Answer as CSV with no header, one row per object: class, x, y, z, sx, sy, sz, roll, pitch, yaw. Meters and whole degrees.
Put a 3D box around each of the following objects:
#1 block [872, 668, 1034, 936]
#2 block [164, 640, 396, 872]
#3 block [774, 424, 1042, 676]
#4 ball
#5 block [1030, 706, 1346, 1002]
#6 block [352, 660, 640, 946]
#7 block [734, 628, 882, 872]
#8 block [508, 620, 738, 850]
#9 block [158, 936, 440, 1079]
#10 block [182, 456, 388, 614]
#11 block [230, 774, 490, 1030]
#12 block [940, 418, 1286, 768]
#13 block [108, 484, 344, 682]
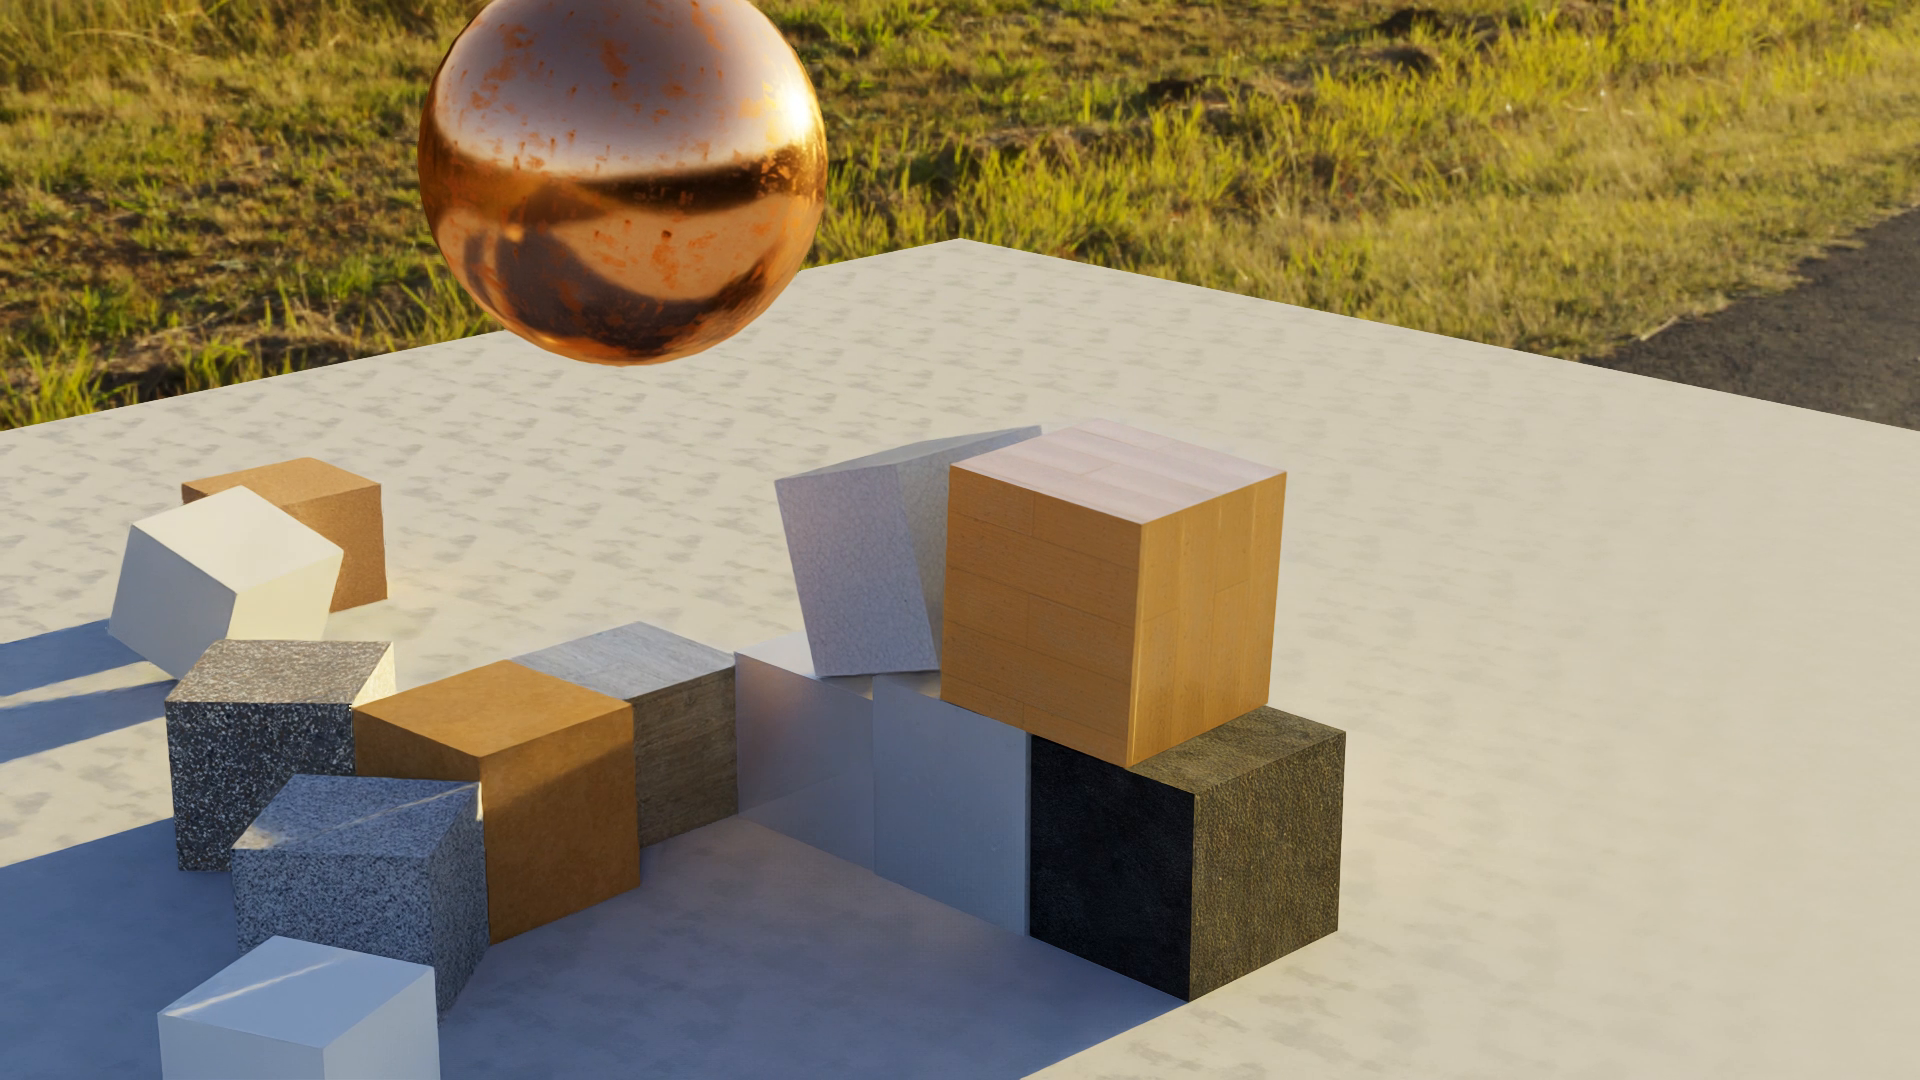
block,0.299,1.068,13.336,1.006,0.966,0.952,-17,24,-42
block,-3.155,1.004,13.762,0.856,0.832,0.844,1,17,2
block,-0.148,0.050,13.495,0.924,0.928,0.842,-17,7,-43
ball,-1.317,-1.480,11.496,1.600,1.600,1.600,0,17,0
block,0.983,1.278,12.719,0.999,0.936,0.917,-17,24,-42
block,-2.076,1.158,13.169,0.899,0.879,0.858,15,23,41
block,-0.373,0.921,14.012,0.963,0.840,1.001,16,24,42
block,-1.609,0.944,14.075,0.877,0.760,0.828,-16,24,-42
block,-2.433,1.983,10.877,0.713,0.694,0.714,7,19,22
block,-3.947,0.008,17.142,0.846,0.705,0.796,-15,23,-40
block,-2.491,1.502,12.271,0.819,0.767,0.788,2,18,6
block,0.657,0.200,12.691,1.032,1.078,1.016,18,25,38
block,-3.980,0.280,15.907,0.763,0.701,0.842,30,28,19
